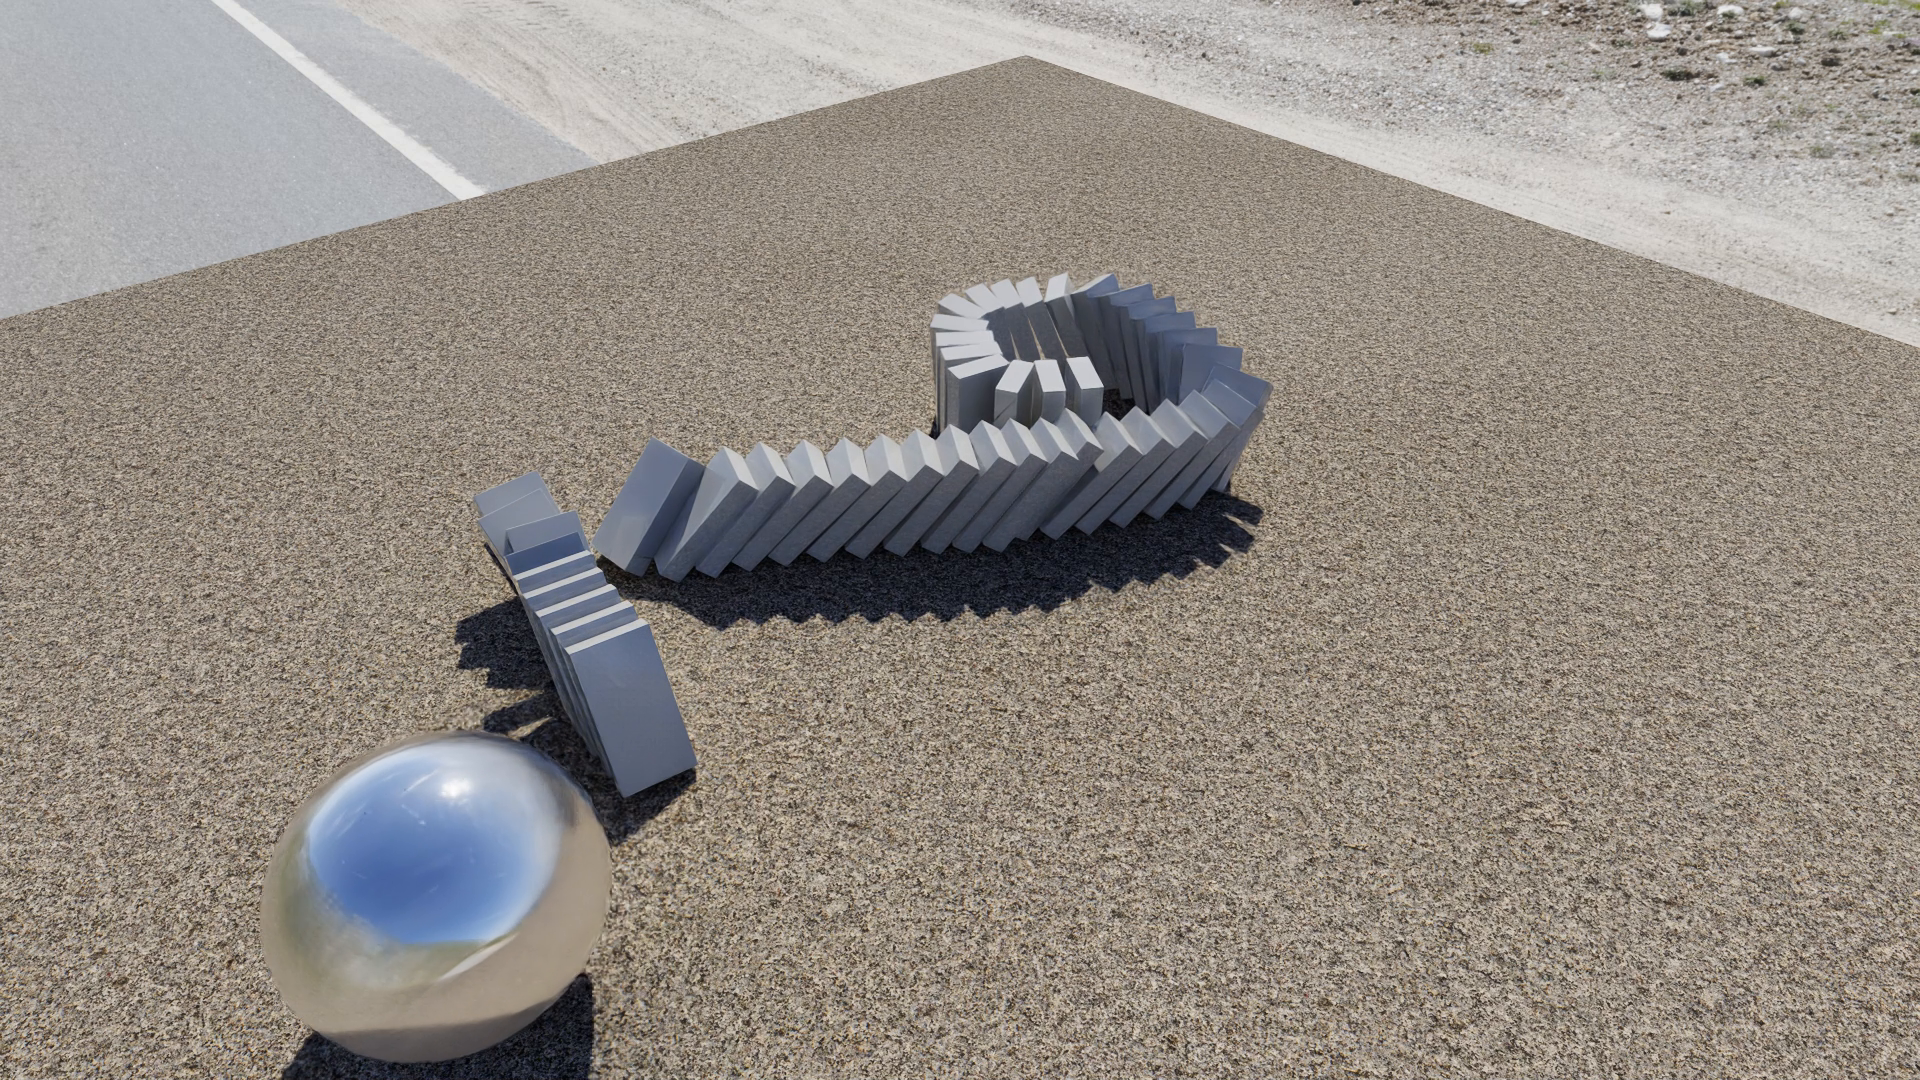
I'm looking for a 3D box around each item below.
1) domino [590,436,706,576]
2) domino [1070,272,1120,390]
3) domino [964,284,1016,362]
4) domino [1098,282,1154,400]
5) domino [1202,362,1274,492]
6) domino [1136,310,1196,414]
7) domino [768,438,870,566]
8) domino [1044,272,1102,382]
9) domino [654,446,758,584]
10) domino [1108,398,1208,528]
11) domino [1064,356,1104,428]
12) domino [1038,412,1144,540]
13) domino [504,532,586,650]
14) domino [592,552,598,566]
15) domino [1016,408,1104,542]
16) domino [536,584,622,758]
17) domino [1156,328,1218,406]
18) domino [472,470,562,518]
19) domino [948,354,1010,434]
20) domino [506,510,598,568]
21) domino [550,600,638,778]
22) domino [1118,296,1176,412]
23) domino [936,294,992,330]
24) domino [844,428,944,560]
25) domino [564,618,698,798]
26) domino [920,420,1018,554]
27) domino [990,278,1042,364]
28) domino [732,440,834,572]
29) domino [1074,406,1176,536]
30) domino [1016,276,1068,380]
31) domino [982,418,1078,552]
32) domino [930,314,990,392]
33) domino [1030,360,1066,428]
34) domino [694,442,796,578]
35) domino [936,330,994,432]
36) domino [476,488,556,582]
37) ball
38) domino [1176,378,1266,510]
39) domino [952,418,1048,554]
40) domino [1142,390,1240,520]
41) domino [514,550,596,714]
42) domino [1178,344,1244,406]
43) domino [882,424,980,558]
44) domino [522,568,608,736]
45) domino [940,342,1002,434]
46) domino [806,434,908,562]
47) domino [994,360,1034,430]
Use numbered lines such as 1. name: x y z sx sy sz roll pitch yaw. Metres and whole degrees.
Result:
1. domino: -0.124 -0.013 0.435 0.025 0.009 0.050 28 87 34
2. domino: 0.073 -0.102 0.537 0.009 0.050 0.025 -2 28 47
3. domino: 0.017 -0.095 0.526 0.010 0.050 0.025 -26 44 -8
4. domino: 0.085 -0.096 0.530 0.025 0.050 0.009 -21 13 -24
5. domino: 0.112 -0.048 0.475 0.025 0.050 0.010 29 7 30
6. domino: 0.099 -0.079 0.511 0.025 0.050 0.009 -10 5 -12
7. domino: -0.057 -0.015 0.436 0.050 0.009 0.025 -42 37 19
8. domino: 0.056 -0.102 0.536 0.010 0.050 0.025 -15 34 22
9. domino: -0.101 -0.010 0.431 0.050 0.009 0.025 -47 43 12
10. domino: 0.077 -0.032 0.455 0.009 0.050 0.025 28 22 -38
11. domino: 0.052 -0.050 0.473 0.009 0.050 0.025 -6 40 -8
12. domino: 0.049 -0.026 0.449 0.010 0.050 0.025 31 22 -36
13. domino: -0.137 0.025 0.385 0.025 0.050 0.009 -22 7 -25
14. domino: -0.168 0.001 0.442 0.025 0.009 0.050 -26 46 -28
15. domino: 0.035 -0.026 0.448 0.010 0.050 0.025 24 26 -34
16. domino: -0.117 0.043 0.360 0.025 0.050 0.010 -22 17 -25
17. domino: 0.105 -0.070 0.501 0.025 0.050 0.010 -4 2 -5
18. domino: -0.161 0.001 0.417 0.025 0.009 0.050 -29 88 -28
19. domino: 0.008 -0.054 0.477 0.025 0.050 0.009 -20 44 -23
20. domino: -0.143 0.017 0.398 0.025 0.010 0.050 -19 84 -25
21. domino: -0.110 0.048 0.354 0.025 0.050 0.010 -22 17 -25
22. domino: 0.093 -0.088 0.521 0.025 0.050 0.010 -14 9 -17
23. domino: 0.005 -0.090 0.520 0.009 0.050 0.025 -38 52 -22
24. domino: -0.028 -0.018 0.439 0.010 0.050 0.025 30 27 -31
25. domino: -0.103 0.053 0.348 0.025 0.050 0.010 -22 17 -25
26. domino: 0.000 -0.021 0.440 0.010 0.050 0.025 24 29 -35
27. domino: 0.029 -0.098 0.531 0.010 0.050 0.025 -23 41 2
28. domino: -0.072 -0.014 0.435 0.050 0.009 0.025 -44 39 16
29. domino: 0.063 -0.029 0.452 0.010 0.050 0.025 30 21 -38
30. domino: 0.042 -0.100 0.534 0.009 0.050 0.025 -22 39 9
31. domino: 0.024 -0.022 0.442 0.009 0.050 0.025 24 26 -34
32. domino: 0.001 -0.080 0.508 0.025 0.050 0.009 10 51 12
33. domino: 0.037 -0.049 0.471 0.010 0.050 0.025 -3 39 -5
34. domino: -0.088 -0.012 0.433 0.050 0.009 0.025 -47 43 12
35. domino: 0.002 -0.071 0.497 0.025 0.050 0.009 -3 47 -4
36. domino: -0.154 0.009 0.408 0.025 0.010 0.050 -33 90 -28
37. ball: -0.130 0.089 0.280 0.080 0.080 0.080 0 39 0
38. domino: 0.103 -0.040 0.465 0.009 0.050 0.025 22 19 -48
39. domino: 0.012 -0.021 0.441 0.010 0.050 0.025 24 27 -35
40. domino: 0.090 -0.035 0.459 0.009 0.050 0.025 25 22 -43
41. domino: -0.130 0.032 0.374 0.025 0.050 0.009 -22 17 -25
42. domino: 0.110 -0.061 0.489 0.025 0.050 0.010 7 4 8
43. domino: -0.014 -0.020 0.439 0.010 0.050 0.025 27 29 -30
44. domino: -0.124 0.037 0.367 0.025 0.050 0.010 -22 17 -25
45. domino: 0.004 -0.062 0.487 0.025 0.050 0.009 -9 43 -10
46. domino: -0.043 -0.016 0.437 0.010 0.050 0.025 33 26 -33
47. domino: 0.023 -0.049 0.471 0.009 0.050 0.025 13 41 14
